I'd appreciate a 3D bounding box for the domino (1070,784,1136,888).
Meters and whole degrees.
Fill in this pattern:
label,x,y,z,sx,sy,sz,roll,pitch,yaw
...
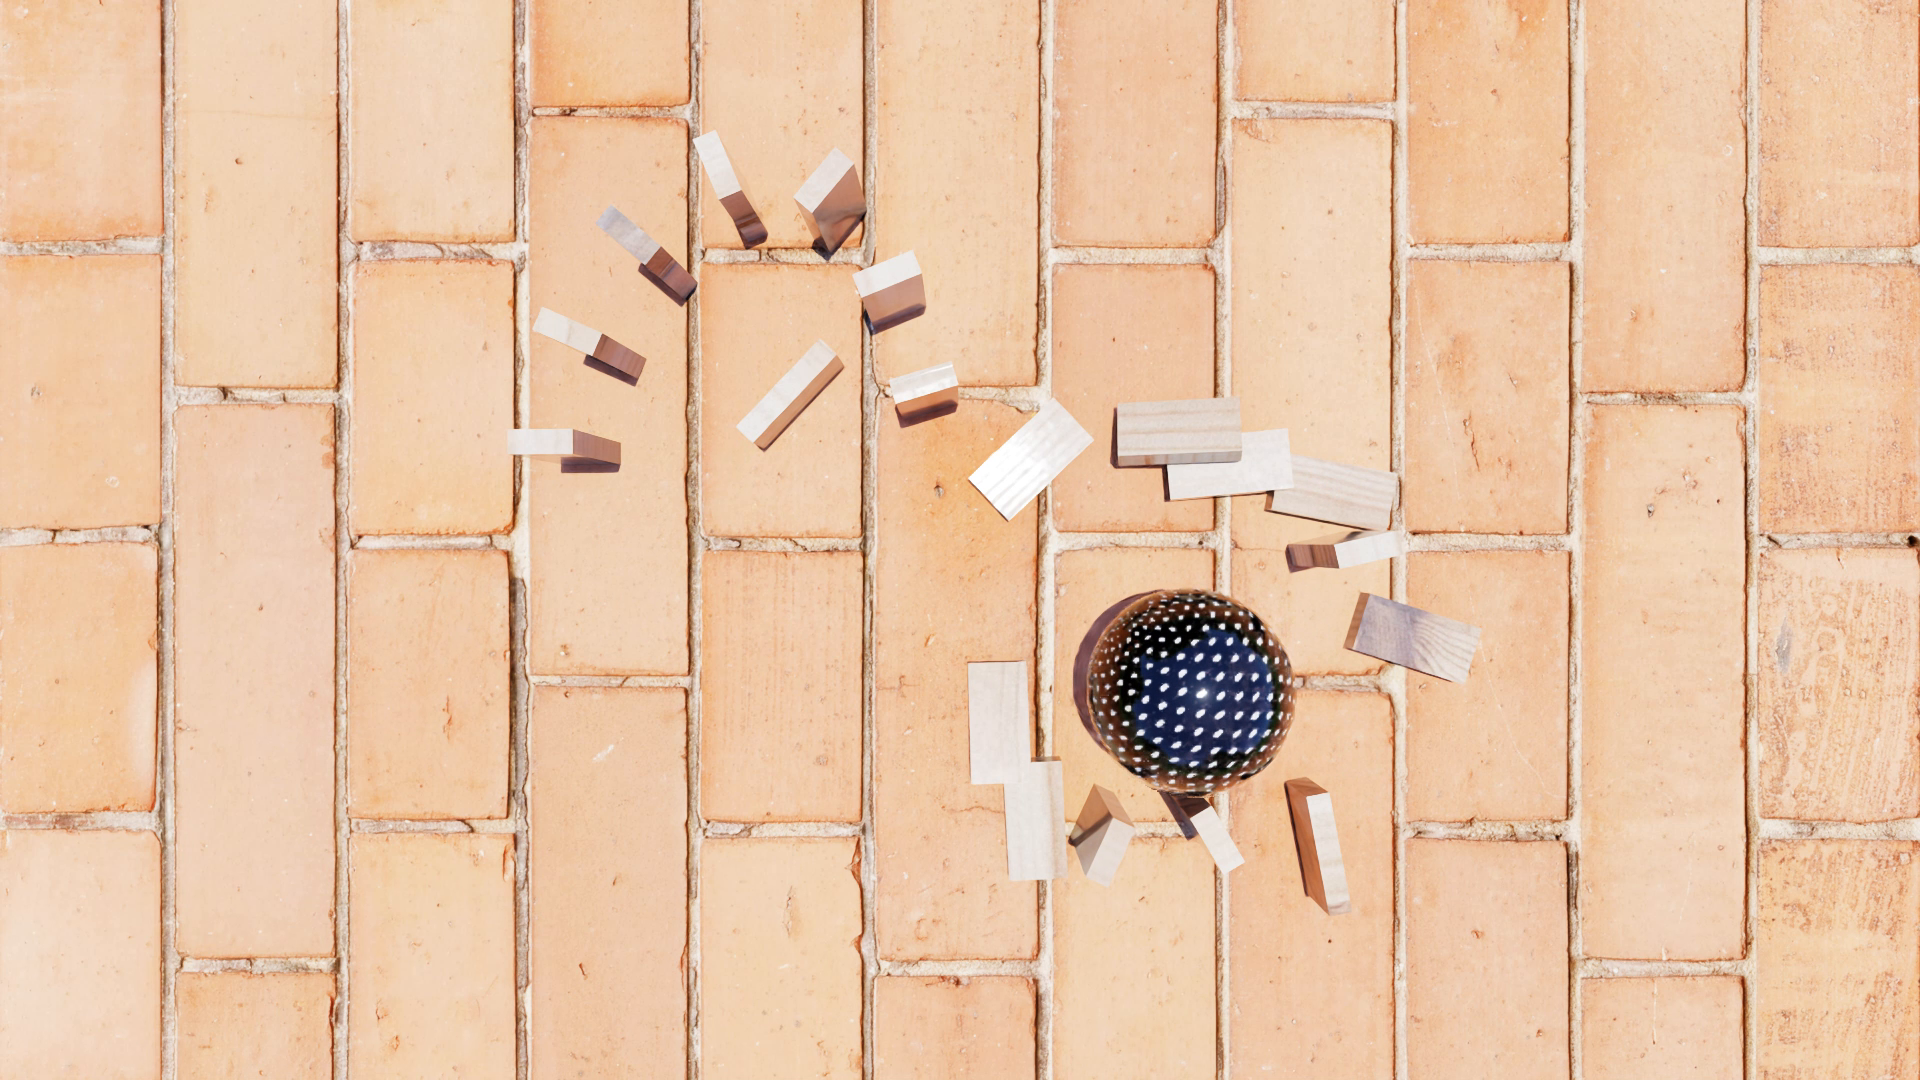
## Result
label,x,y,z,sx,sy,sz,roll,pitch,yaw
domino,0.058,0.120,0.375,0.010,0.050,0.025,25,90,0

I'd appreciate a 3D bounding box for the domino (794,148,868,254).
label,x,y,z,sx,sy,sz,roll,pitch,yaw
domino,-0.052,-0.138,0.375,0.010,0.050,0.025,40,90,0

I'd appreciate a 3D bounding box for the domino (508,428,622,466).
label,x,y,z,sx,sy,sz,roll,pitch,yaw
domino,-0.160,-0.038,0.375,0.025,0.050,0.009,0,90,0

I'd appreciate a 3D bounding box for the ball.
label,x,y,z,sx,sy,sz,roll,pitch,yaw
ball,0.090,0.059,0.360,0.080,0.080,0.080,0,90,0

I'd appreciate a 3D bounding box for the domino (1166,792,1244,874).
label,x,y,z,sx,sy,sz,roll,pitch,yaw
domino,0.098,0.115,0.375,0.010,0.050,0.025,-31,90,0

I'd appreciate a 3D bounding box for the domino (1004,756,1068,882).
label,x,y,z,sx,sy,sz,roll,pitch,yaw
domino,0.032,0.120,0.395,0.025,0.010,0.050,-3,90,0

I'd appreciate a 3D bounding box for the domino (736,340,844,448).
label,x,y,z,sx,sy,sz,roll,pitch,yaw
domino,-0.071,-0.061,0.388,0.009,0.025,0.050,44,90,0

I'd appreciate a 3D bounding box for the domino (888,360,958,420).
label,x,y,z,sx,sy,sz,roll,pitch,yaw
domino,-0.014,-0.060,0.375,0.025,0.050,0.009,-17,90,0

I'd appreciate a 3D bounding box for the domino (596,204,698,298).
label,x,y,z,sx,sy,sz,roll,pitch,yaw
domino,-0.127,-0.117,0.375,0.025,0.050,0.009,40,90,0

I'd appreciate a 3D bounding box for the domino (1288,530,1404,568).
label,x,y,z,sx,sy,sz,roll,pitch,yaw
domino,0.156,0.004,0.375,0.025,0.050,0.009,-13,90,0

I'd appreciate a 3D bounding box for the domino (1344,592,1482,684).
label,x,y,z,sx,sy,sz,roll,pitch,yaw
domino,0.195,0.042,0.395,0.050,0.010,0.025,17,90,0

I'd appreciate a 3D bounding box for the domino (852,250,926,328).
label,x,y,z,sx,sy,sz,roll,pitch,yaw
domino,-0.028,-0.102,0.375,0.025,0.050,0.009,-22,90,0

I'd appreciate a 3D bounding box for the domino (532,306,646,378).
label,x,y,z,sx,sy,sz,roll,pitch,yaw
domino,-0.150,-0.080,0.375,0.025,0.050,0.009,24,90,0

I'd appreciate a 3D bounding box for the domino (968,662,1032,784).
label,x,y,z,sx,sy,sz,roll,pitch,yaw
domino,0.017,0.078,0.390,0.025,0.009,0.050,-2,77,0

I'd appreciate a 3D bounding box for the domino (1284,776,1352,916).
label,x,y,z,sx,sy,sz,roll,pitch,yaw
domino,0.151,0.129,0.388,0.010,0.025,0.050,-11,90,0

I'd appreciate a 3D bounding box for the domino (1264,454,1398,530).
label,x,y,z,sx,sy,sz,roll,pitch,yaw
domino,0.160,-0.021,0.395,0.050,0.010,0.025,11,90,0

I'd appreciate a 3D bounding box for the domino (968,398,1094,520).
label,x,y,z,sx,sy,sz,roll,pitch,yaw
domino,0.030,-0.035,0.395,0.050,0.010,0.025,-44,90,0

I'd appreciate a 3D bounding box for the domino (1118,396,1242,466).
label,x,y,z,sx,sy,sz,roll,pitch,yaw
domino,0.092,-0.046,0.386,0.050,0.010,0.025,-1,68,12

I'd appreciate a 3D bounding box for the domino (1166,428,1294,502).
label,x,y,z,sx,sy,sz,roll,pitch,yaw
domino,0.114,-0.032,0.390,0.050,0.010,0.025,-5,87,11

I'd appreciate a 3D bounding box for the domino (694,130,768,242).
label,x,y,z,sx,sy,sz,roll,pitch,yaw
domino,-0.093,-0.143,0.375,0.009,0.050,0.025,-23,90,0
